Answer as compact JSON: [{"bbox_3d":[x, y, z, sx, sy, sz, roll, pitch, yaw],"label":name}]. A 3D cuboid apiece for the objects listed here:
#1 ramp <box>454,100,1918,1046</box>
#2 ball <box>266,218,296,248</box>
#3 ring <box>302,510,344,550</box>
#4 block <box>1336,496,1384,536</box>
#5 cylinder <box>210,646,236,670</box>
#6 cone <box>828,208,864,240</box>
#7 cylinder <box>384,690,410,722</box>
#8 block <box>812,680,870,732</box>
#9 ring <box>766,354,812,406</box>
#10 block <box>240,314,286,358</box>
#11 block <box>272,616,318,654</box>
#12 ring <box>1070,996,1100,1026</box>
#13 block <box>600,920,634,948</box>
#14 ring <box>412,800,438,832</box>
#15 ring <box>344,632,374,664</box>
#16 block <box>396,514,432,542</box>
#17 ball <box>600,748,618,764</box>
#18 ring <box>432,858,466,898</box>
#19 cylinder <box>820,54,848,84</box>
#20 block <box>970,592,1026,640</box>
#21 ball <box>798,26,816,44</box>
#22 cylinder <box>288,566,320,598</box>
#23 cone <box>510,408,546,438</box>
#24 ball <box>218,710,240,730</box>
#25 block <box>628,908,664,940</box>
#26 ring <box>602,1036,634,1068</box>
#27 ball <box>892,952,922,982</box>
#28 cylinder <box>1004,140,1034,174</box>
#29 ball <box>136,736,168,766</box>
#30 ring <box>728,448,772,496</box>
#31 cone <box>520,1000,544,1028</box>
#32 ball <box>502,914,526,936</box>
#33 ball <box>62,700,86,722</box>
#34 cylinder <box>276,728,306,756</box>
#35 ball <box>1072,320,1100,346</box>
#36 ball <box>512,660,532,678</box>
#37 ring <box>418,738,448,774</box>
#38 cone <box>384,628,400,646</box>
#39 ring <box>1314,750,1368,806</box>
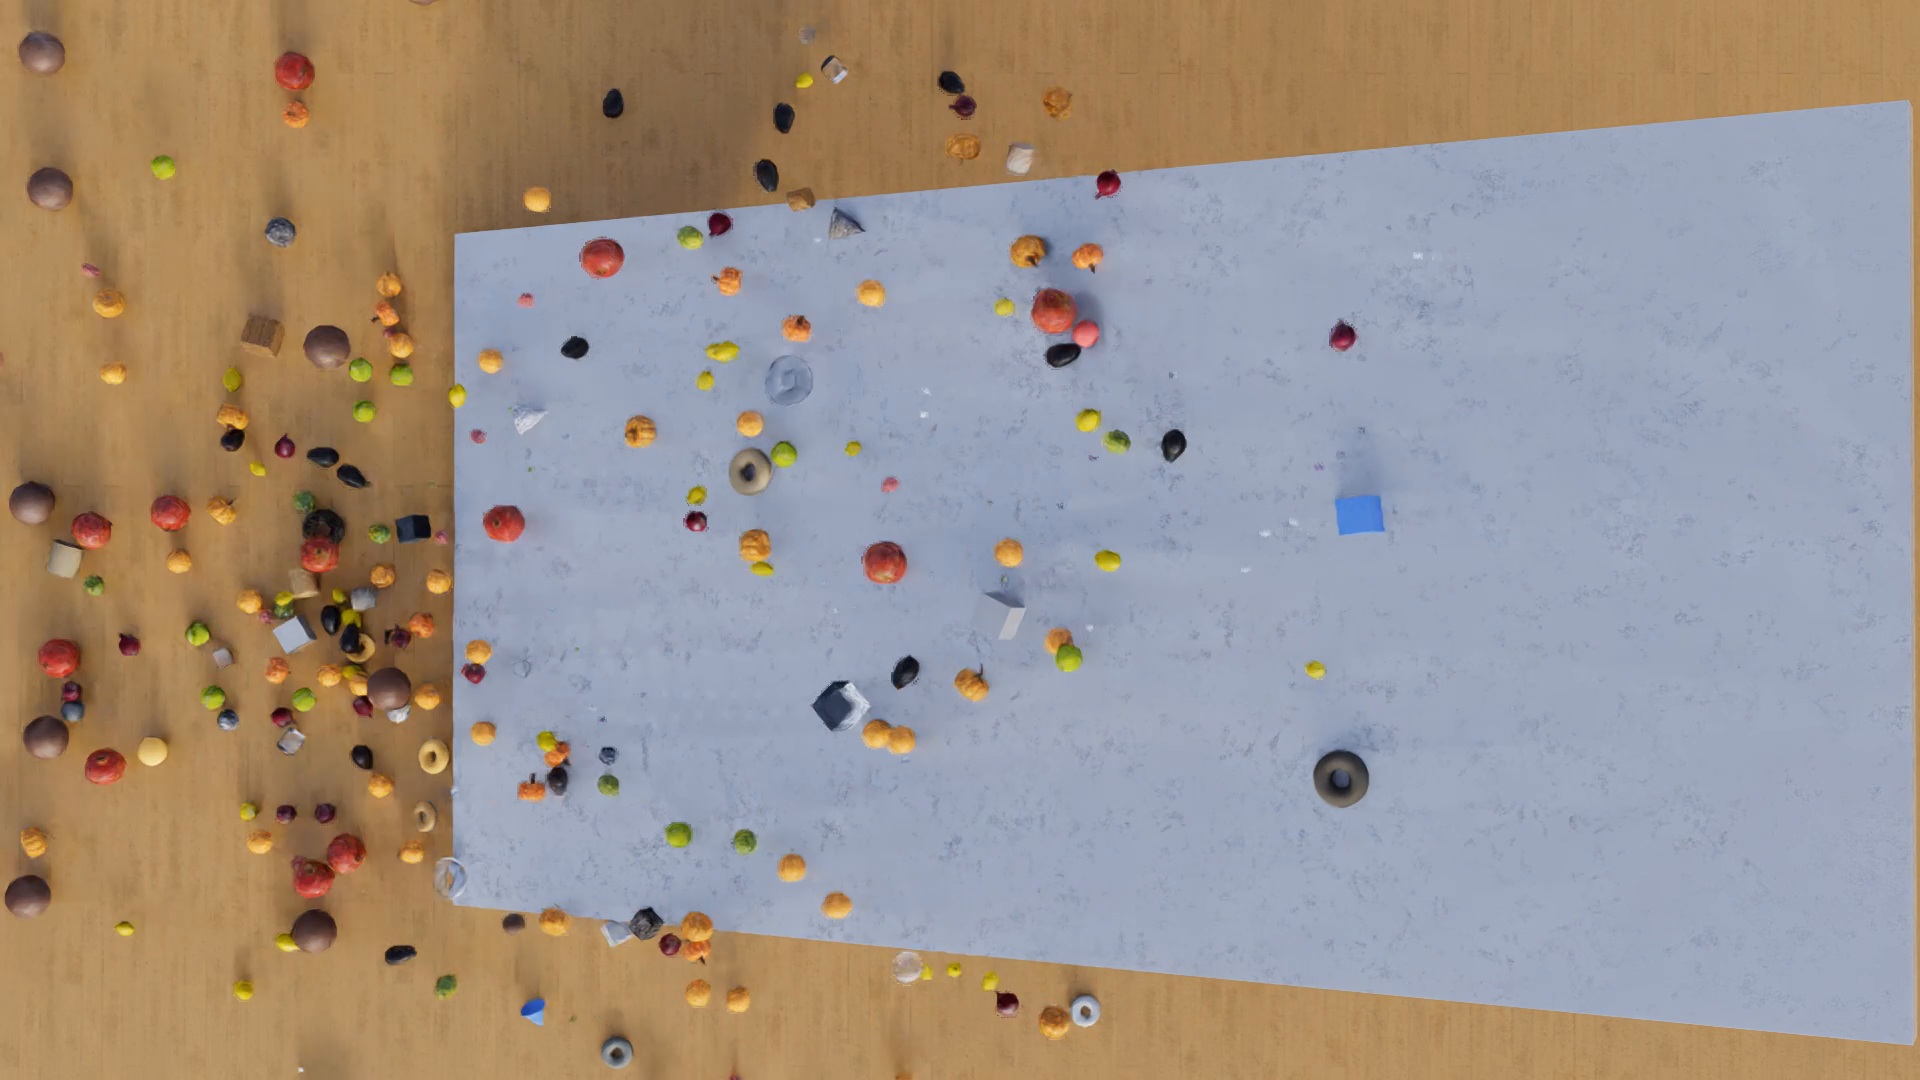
[{"bbox_3d":[0.275,0.077,5.646,4.000,0.100,2.000,0,89,28],"label":"ramp"},{"bbox_3d":[-2.041,-0.924,6.607,0.088,0.088,0.088,0,89,0],"label":"ball"},{"bbox_3d":[-1.913,-0.032,6.610,0.123,0.041,0.123,-2,104,-9],"label":"ring"},{"bbox_3d":[0.942,-0.058,5.183,0.084,0.084,0.084,-8,86,28],"label":"block"},{"bbox_3d":[-2.215,0.354,6.612,0.052,0.052,0.052,-29,106,0],"label":"cylinder"},{"bbox_3d":[-0.298,-0.835,5.885,0.092,0.092,0.092,12,89,1],"label":"cone"},{"bbox_3d":[-1.685,0.497,6.586,0.073,0.073,0.073,3,55,-5],"label":"cylinder"},{"bbox_3d":[-0.317,0.443,5.853,0.093,0.093,0.093,-48,69,19],"label":"block"},{"bbox_3d":[-0.463,-0.432,5.967,0.143,0.048,0.143,-1,88,27],"label":"ring"},{"bbox_3d":[-2.089,-0.612,6.594,0.090,0.090,0.090,14,75,0],"label":"block"},{"bbox_3d":[-1.995,0.284,6.598,0.082,0.082,0.082,-31,89,0],"label":"block"},{"bbox_3d":[0.376,1.416,6.612,0.093,0.031,0.093,0,89,1],"label":"ring"},{"bbox_3d":[-1.026,1.171,6.580,0.066,0.066,0.066,-25,77,-24],"label":"block"},{"bbox_3d":[-1.603,0.828,6.583,0.094,0.031,0.094,-1,87,32],"label":"ring"},{"bbox_3d":[-1.808,0.325,6.623,0.092,0.031,0.092,0,89,0],"label":"ring"},{"bbox_3d":[-1.638,-0.033,6.592,0.069,0.069,0.069,-15,82,30],"label":"block"},{"bbox_3d":[-0.999,0.613,6.244,0.050,0.050,0.050,0,89,0],"label":"ball"},{"bbox_3d":[-1.514,1.003,6.524,0.123,0.041,0.123,-1,89,30],"label":"ring"},{"bbox_3d":[-0.377,-1.413,6.599,0.060,0.060,0.060,-44,82,0],"label":"cylinder"},{"bbox_3d":[0.097,0.195,5.633,0.090,0.090,0.090,28,103,26],"label":"block"},{"bbox_3d":[-0.461,-1.524,6.632,0.050,0.050,0.050,0,89,0],"label":"ball"},{"bbox_3d":[-1.968,0.128,6.595,0.079,0.079,0.079,-14,80,0],"label":"cylinder"},{"bbox_3d":[-1.240,-0.361,6.388,0.096,0.096,0.096,-23,89,15],"label":"cone"},{"bbox_3d":[-2.197,0.542,6.603,0.063,0.063,0.063,0,89,0],"label":"ball"},{"bbox_3d":[-0.881,1.078,6.170,0.060,0.060,0.060,42,108,22],"label":"block"},{"bbox_3d":[-1.030,1.541,6.610,0.097,0.032,0.097,0,93,0],"label":"ring"},{"bbox_3d":[-0.138,1.120,5.770,0.081,0.081,0.081,0,89,0],"label":"ball"},{"bbox_3d":[0.153,-0.977,5.612,0.065,0.065,0.065,15,117,0],"label":"cylinder"},{"bbox_3d":[-2.421,0.632,6.592,0.087,0.087,0.087,0,89,0],"label":"ball"},{"bbox_3d":[-0.576,-0.186,6.027,0.134,0.045,0.134,-3,84,28],"label":"ring"},{"bbox_3d":[-1.271,1.435,6.609,0.077,0.077,0.077,-19,115,0],"label":"cone"},{"bbox_3d":[-1.304,1.122,6.426,0.064,0.064,0.064,0,89,0],"label":"ball"},{"bbox_3d":[-2.662,0.511,6.603,0.068,0.068,0.068,0,89,0],"label":"ball"},{"bbox_3d":[-2.009,0.605,6.605,0.060,0.060,0.060,40,83,0],"label":"cylinder"},{"bbox_3d":[0.318,-0.519,5.534,0.067,0.067,0.067,0,89,0],"label":"ball"},{"bbox_3d":[-1.274,0.374,6.393,0.053,0.053,0.053,0,89,0],"label":"ball"},{"bbox_3d":[-1.571,0.645,6.563,0.105,0.035,0.105,-1,88,30],"label":"ring"},{"bbox_3d":[-1.721,0.302,6.625,0.050,0.050,0.050,41,121,0],"label":"cone"},{"bbox_3d":[0.905,0.566,5.219,0.135,0.045,0.135,0,91,28],"label":"ring"}]
